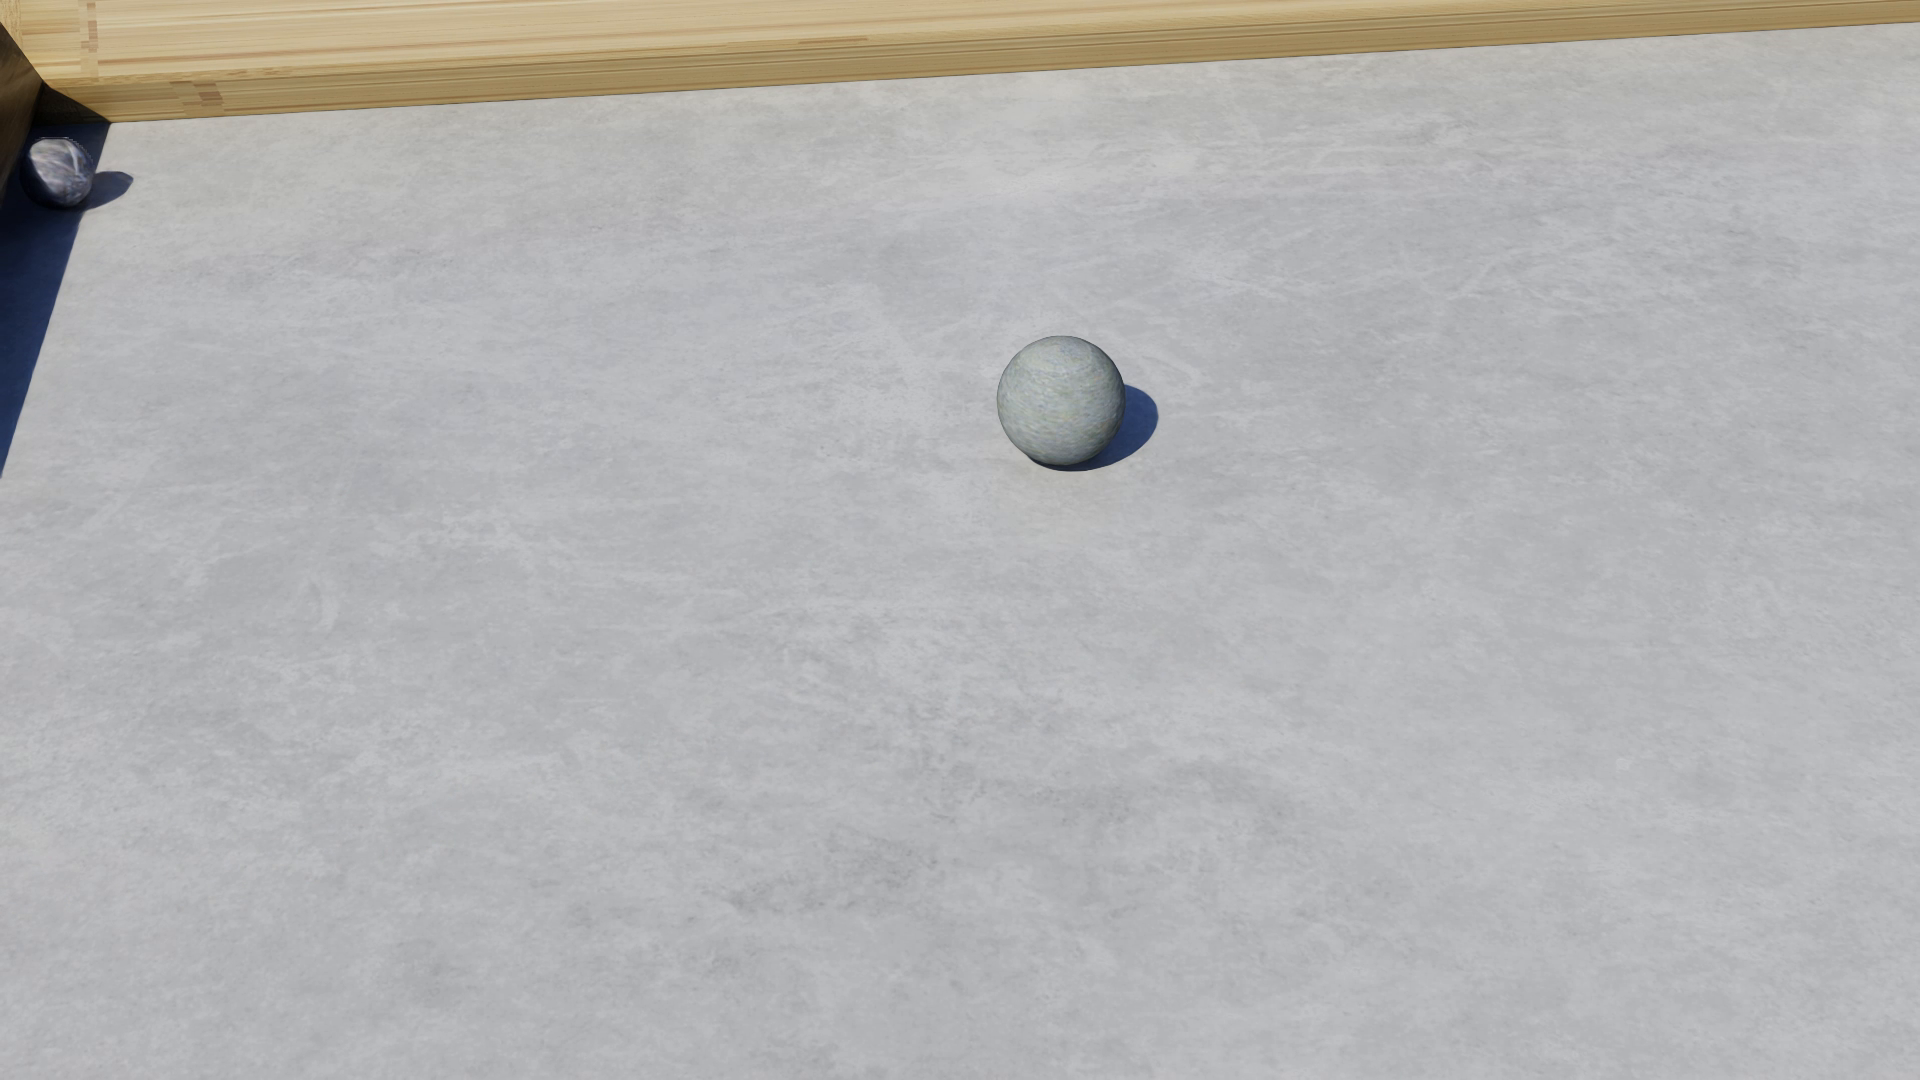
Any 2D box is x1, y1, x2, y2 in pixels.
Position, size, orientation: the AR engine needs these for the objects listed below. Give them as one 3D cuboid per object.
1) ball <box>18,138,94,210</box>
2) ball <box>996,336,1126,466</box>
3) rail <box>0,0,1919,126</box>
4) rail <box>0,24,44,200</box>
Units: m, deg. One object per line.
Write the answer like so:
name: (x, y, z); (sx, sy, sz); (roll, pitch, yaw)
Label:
ball: (-0.736, -0.298, 2.090); (0.058, 0.058, 0.058); (0, 36, 0)
ball: (0.070, -0.097, 1.783); (0.090, 0.090, 0.090); (0, 36, 0)
rail: (0.630, -0.501, 2.319); (2.920, 0.117, 0.045); (-4, 36, -6)
rail: (-0.701, 0.036, 1.574); (0.045, 0.117, 1.532); (-4, 36, -6)
